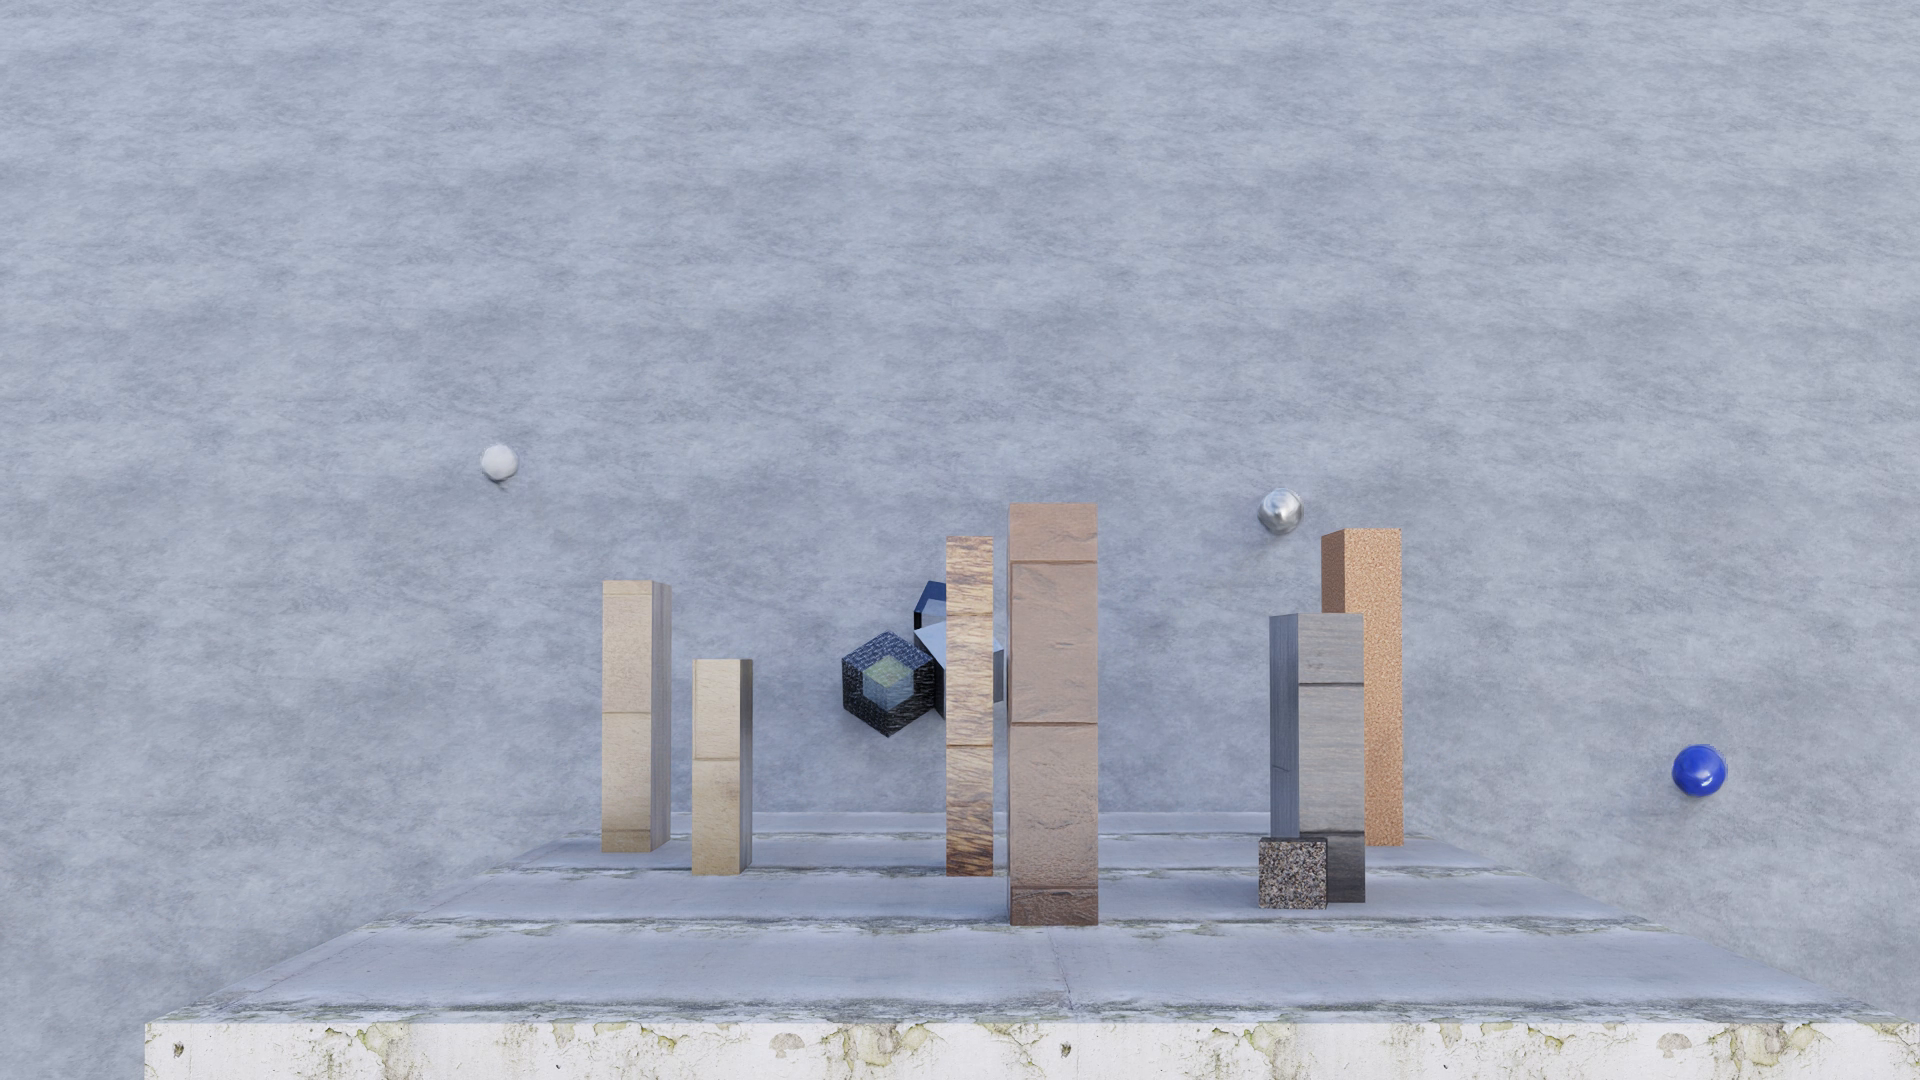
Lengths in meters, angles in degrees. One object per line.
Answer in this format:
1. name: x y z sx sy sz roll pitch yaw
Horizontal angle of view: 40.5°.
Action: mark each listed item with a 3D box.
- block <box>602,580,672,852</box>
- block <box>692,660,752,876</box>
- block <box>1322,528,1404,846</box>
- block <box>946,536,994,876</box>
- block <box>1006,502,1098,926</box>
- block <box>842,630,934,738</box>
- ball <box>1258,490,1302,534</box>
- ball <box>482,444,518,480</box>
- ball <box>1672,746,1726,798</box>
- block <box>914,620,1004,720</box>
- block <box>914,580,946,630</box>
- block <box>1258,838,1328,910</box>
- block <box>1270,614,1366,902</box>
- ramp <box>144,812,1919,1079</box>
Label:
1. block: -0.706 0.382 5.702 0.103 0.575 0.386 0 -3 0
2. block: -0.463 0.438 5.088 0.090 0.408 0.307 0 -3 0
3. block: 0.909 0.330 5.895 0.124 0.695 0.372 0 -3 0
4. block: 0.018 0.321 5.085 0.088 0.641 0.353 0 -3 0
5. block: 0.145 0.275 4.172 0.135 0.651 0.315 0 -3 0
6. block: -0.202 0.404 7.331 0.182 0.182 0.182 31 47 34
7. ball: 0.986 -0.088 8.021 0.137 0.137 0.137 0 37 0
8. ball: -1.458 -0.246 8.249 0.113 0.113 0.113 0 37 0
9. ball: 2.008 0.628 7.069 0.140 0.140 0.140 0 37 0
10. block: -0.004 0.357 7.387 0.190 0.190 0.190 -17 40 -22
11. block: -0.040 0.235 7.580 0.152 0.152 0.152 10 38 13
12. block: 0.554 0.553 4.323 0.109 0.109 0.109 0 -3 10
13. block: 0.626 0.376 4.588 0.110 0.487 0.409 0 -3 0
14. ramp: 0.081 0.685 4.929 2.000 0.100 4.000 0 -3 0
